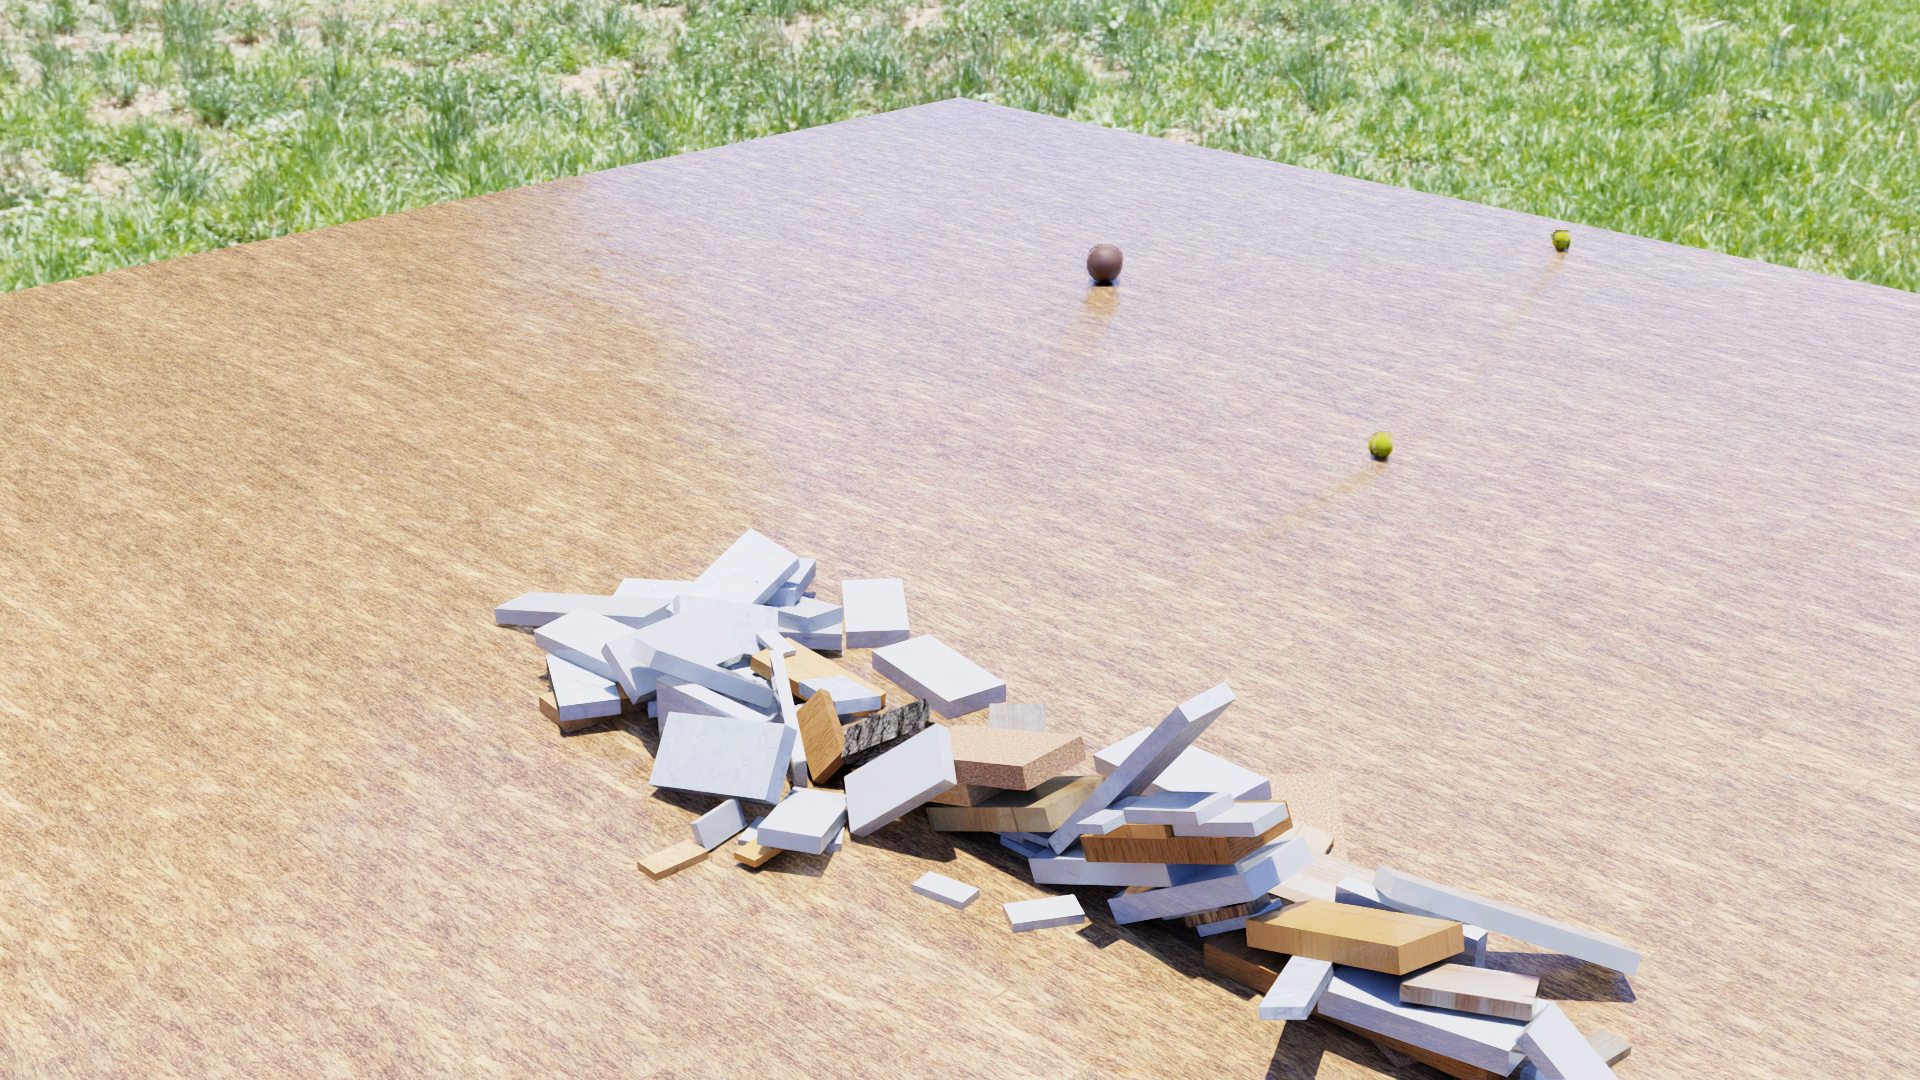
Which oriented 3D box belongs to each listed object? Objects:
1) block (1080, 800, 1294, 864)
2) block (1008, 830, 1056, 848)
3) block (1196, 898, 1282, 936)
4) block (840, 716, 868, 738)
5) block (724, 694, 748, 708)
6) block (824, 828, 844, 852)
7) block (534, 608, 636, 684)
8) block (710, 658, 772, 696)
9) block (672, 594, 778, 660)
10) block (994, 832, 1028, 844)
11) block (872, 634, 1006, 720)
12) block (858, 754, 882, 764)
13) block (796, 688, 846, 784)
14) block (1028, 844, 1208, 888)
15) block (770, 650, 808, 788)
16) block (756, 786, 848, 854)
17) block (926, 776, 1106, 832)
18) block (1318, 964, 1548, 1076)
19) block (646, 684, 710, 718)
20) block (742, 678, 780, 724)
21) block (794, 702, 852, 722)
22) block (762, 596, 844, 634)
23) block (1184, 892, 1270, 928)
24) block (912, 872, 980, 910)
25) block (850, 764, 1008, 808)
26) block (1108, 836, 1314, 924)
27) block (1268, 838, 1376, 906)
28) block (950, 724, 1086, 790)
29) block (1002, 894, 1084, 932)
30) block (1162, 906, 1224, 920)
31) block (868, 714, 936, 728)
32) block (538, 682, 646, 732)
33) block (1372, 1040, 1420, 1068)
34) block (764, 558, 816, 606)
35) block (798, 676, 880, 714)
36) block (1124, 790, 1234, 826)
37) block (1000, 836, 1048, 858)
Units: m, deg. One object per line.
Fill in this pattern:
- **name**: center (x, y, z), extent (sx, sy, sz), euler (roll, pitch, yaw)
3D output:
- **block**: center (0.408, 0.530, 3.995), extent (0.178, 0.050, 0.355), euler (-22, 9, -41)
- **block**: center (0.148, 0.566, 4.298), extent (0.121, 0.017, 0.060), euler (14, 26, 42)
- **block**: center (0.506, 0.682, 3.974), extent (0.146, 0.021, 0.073), euler (-22, 0, 43)
- **block**: center (-0.267, 0.406, 4.686), extent (0.104, 0.030, 0.209), euler (-21, 13, -41)
- **block**: center (-0.492, 0.392, 4.766), extent (0.083, 0.023, 0.166), euler (-33, 33, -13)
- **block**: center (-0.293, 0.590, 4.347), extent (0.124, 0.018, 0.062), euler (1, 23, 3)
- **block**: center (-0.810, 0.235, 4.952), extent (0.286, 0.041, 0.143), euler (19, 34, 37)
- **block**: center (-0.563, 0.294, 5.018), extent (0.140, 0.040, 0.329), euler (-19, 29, -37)
- **block**: center (-0.529, 0.201, 4.986), extent (0.247, 0.123, 0.035), euler (9, -26, -30)
- **block**: center (0.102, 0.567, 4.358), extent (0.060, 0.017, 0.121), euler (-21, 25, -41)
- **block**: center (-0.050, 0.307, 4.981), extent (0.156, 0.044, 0.311), euler (-15, 27, -32)
- **block**: center (-0.173, 0.435, 4.574), extent (0.104, 0.030, 0.209), euler (-20, 12, -38)
- **block**: center (-0.290, 0.410, 4.605), extent (0.027, 0.094, 0.188), euler (26, 27, -38)
- **block**: center (0.317, 0.591, 4.136), extent (0.178, 0.050, 0.355), euler (-22, 9, -41)
- **block**: center (-0.361, 0.380, 4.631), extent (0.027, 0.094, 0.346), euler (-7, 39, -10)
- **block**: center (-0.303, 0.552, 4.344), extent (0.127, 0.036, 0.254), euler (8, 13, 11)
- **block**: center (0.113, 0.517, 4.314), extent (0.174, 0.049, 0.348), euler (-21, 9, -40)
- **block**: center (0.791, 0.780, 3.673), extent (0.340, 0.048, 0.170), euler (13, 26, 35)
- **block**: center (-0.640, 0.302, 4.898), extent (0.140, 0.040, 0.280), euler (-6, 27, -12)
- **block**: center (-0.435, 0.369, 4.802), extent (0.083, 0.023, 0.166), euler (-44, 31, -1)
- **block**: center (-0.319, 0.380, 4.745), extent (0.083, 0.023, 0.166), euler (-21, 13, -39)
- **block**: center (-0.427, 0.162, 5.201), extent (0.273, 0.039, 0.136), euler (12, 16, 31)
- **block**: center (0.484, 0.669, 3.991), extent (0.146, 0.021, 0.073), euler (-22, 0, 43)
- **block**: center (-0.027, 0.665, 4.173), extent (0.115, 0.016, 0.058), euler (15, 27, 31)
- **block**: center (-0.040, 0.472, 4.464), extent (0.174, 0.049, 0.348), euler (-21, 15, -41)
- **block**: center (0.453, 0.621, 4.004), extent (0.178, 0.050, 0.355), euler (-22, 0, -41)
- **block**: center (0.684, 0.654, 4.091), extent (0.279, 0.040, 0.140), euler (17, 41, 22)
- **block**: center (0.059, 0.426, 4.332), extent (0.348, 0.049, 0.174), euler (0, 16, 46)
- **block**: center (0.156, 0.696, 4.096), extent (0.139, 0.020, 0.069), euler (-6, 24, -13)
- **block**: center (0.442, 0.664, 4.027), extent (0.073, 0.021, 0.146), euler (-22, 0, -42)
- **block**: center (-0.100, 0.395, 4.570), extent (0.187, 0.027, 0.094), euler (1, -23, 47)
- **block**: center (-0.787, 0.350, 4.889), extent (0.262, 0.037, 0.131), euler (-17, 28, -35)
- **block**: center (0.737, 0.848, 3.738), extent (0.062, 0.018, 0.124), euler (-9, 25, -21)
- **block**: center (-0.445, 0.096, 5.296), extent (0.149, 0.042, 0.298), euler (5, 14, 5)
- **block**: center (-0.261, 0.334, 4.749), extent (0.104, 0.030, 0.209), euler (-6, 11, -25)
- **block**: center (0.389, 0.477, 3.919), extent (0.094, 0.027, 0.187), euler (-21, 9, -37)
- **block**: center (0.144, 0.600, 4.324), extent (0.121, 0.017, 0.060), euler (21, 31, 40)
